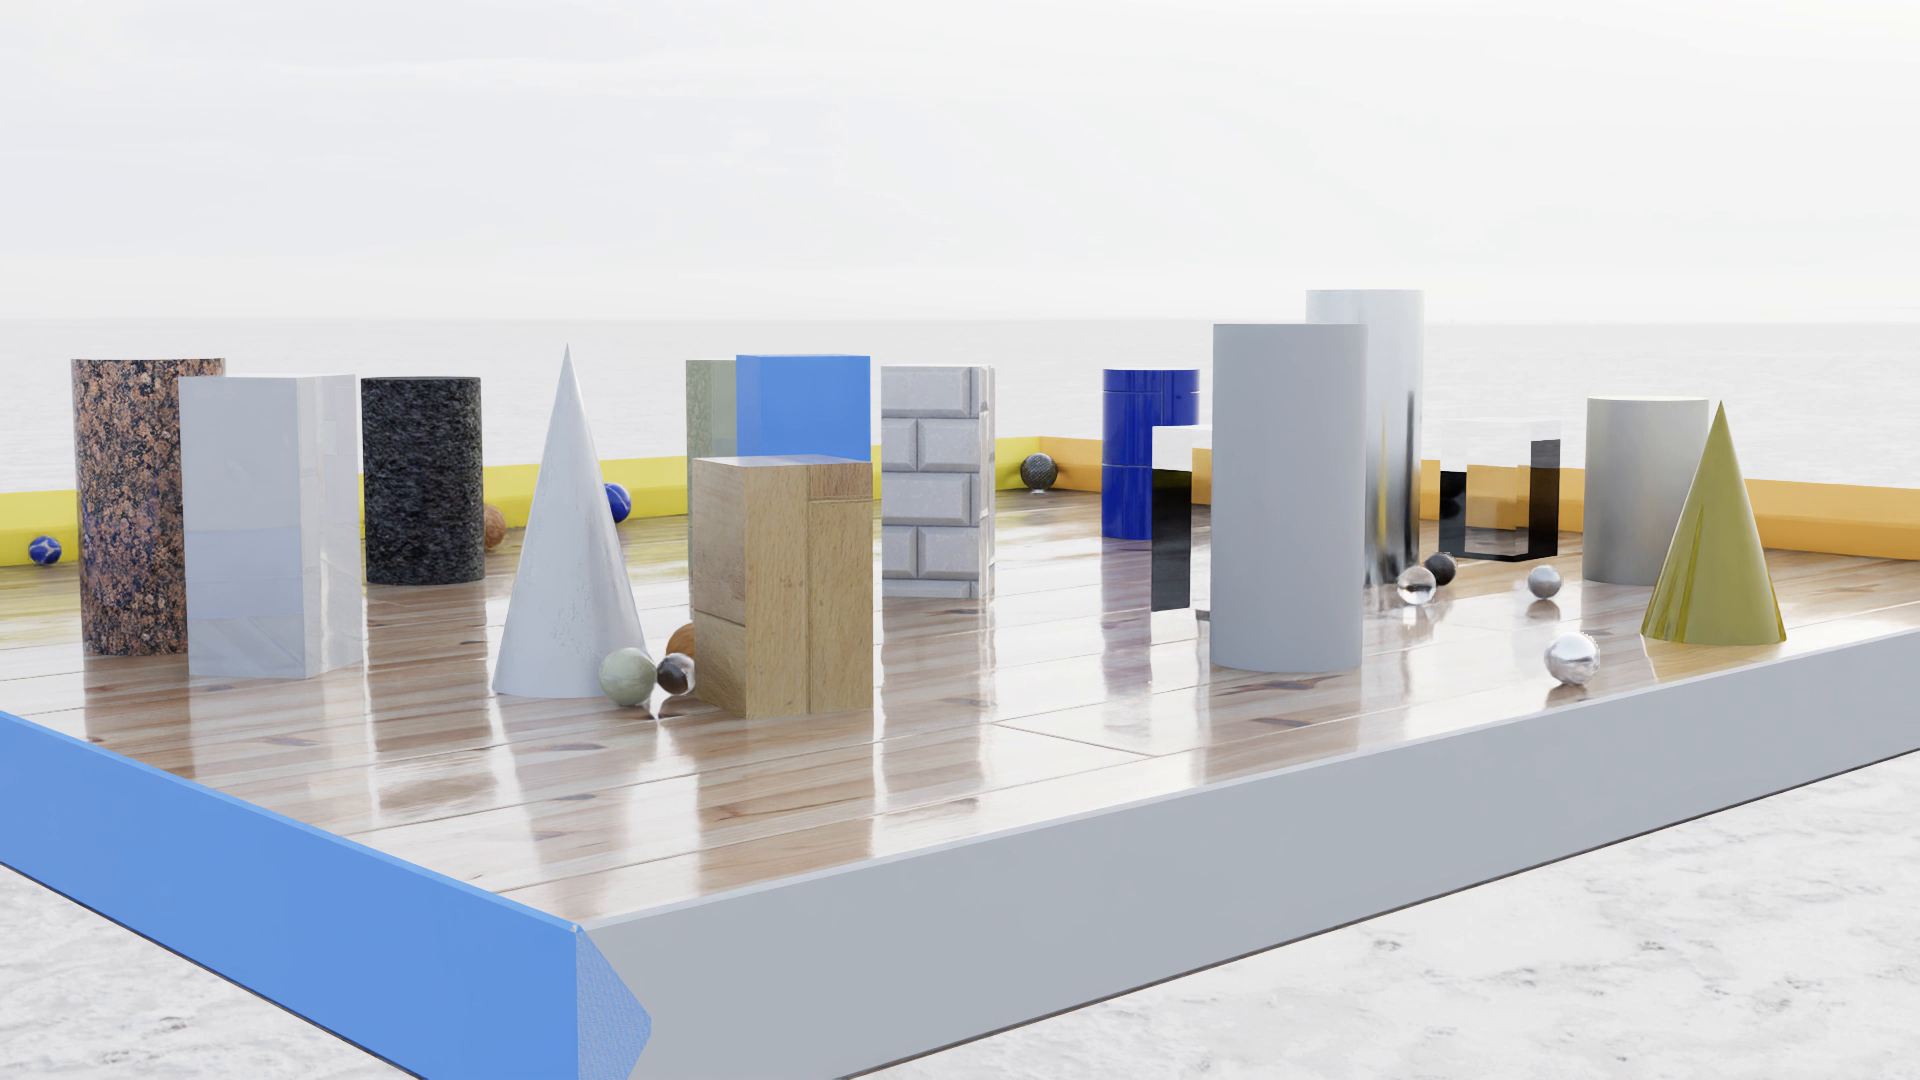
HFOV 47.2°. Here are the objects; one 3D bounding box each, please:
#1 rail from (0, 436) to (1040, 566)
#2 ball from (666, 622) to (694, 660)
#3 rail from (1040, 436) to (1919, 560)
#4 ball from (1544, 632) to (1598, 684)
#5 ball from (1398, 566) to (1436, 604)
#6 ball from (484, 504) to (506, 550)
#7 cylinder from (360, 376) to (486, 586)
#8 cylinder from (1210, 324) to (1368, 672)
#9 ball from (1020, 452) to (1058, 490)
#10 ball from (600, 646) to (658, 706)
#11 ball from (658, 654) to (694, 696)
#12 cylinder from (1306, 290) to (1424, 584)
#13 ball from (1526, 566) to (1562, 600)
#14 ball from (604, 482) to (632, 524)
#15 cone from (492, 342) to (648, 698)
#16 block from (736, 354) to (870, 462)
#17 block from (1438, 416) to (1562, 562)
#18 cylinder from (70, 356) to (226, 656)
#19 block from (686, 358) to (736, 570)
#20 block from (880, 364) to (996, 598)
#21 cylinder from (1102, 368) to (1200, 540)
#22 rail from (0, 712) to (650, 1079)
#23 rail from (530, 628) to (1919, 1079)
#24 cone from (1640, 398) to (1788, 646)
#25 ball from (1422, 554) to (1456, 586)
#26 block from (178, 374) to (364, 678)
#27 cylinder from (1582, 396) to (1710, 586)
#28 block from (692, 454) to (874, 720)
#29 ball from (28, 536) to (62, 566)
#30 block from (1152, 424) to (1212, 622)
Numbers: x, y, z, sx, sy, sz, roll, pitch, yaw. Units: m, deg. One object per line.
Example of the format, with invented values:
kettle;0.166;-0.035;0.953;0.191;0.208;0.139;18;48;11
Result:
rail;-0.989;-0.080;4.398;3.277;0.125;0.045;-6;8;-42
ball;-0.309;0.135;2.600;0.076;0.076;0.076;0;6;0
rail;1.187;-0.082;4.421;0.045;0.125;2.965;-6;8;-42
ball;0.726;0.140;2.614;0.062;0.062;0.062;0;6;0
ball;0.689;0.069;3.318;0.058;0.058;0.058;0;6;0
ball;-0.886;-0.025;4.077;0.086;0.086;0.086;0;6;0
cylinder;-0.884;-0.101;3.625;0.192;0.331;0.192;0;6;0
cylinder;0.413;-0.059;2.772;0.192;0.426;0.192;0;6;0
ball;0.194;-0.167;5.395;0.093;0.093;0.093;0;6;0
ball;-0.373;0.153;2.478;0.066;0.066;0.066;0;6;0
ball;-0.326;0.155;2.539;0.049;0.049;0.049;0;6;0
cylinder;0.665;-0.174;3.634;0.192;0.475;0.192;0;6;0
ball;0.898;0.065;3.381;0.052;0.052;0.052;0;6;0
ball;-0.723;-0.076;4.542;0.089;0.089;0.089;0;6;0
cone;-0.460;-0.031;2.598;0.192;0.407;0.192;0;6;0
block;-0.219;-0.068;3.075;0.154;0.380;0.154;-2;6;-18
block;0.973;-0.094;3.963;0.154;0.246;0.154;6;8;43
cylinder;-1.064;-0.050;2.906;0.192;0.380;0.192;0;6;0
block;-0.374;-0.134;3.808;0.154;0.358;0.154;1;6;13
block;-0.033;-0.097;3.463;0.154;0.357;0.154;1;6;10
cylinder;0.375;-0.173;4.325;0.192;0.328;0.192;0;6;0
rail;-1.187;0.147;2.243;0.045;0.125;2.965;-6;8;-42
rail;0.989;0.145;2.266;3.277;0.125;0.045;-6;8;-42
cone;1.030;-0.031;2.992;0.192;0.324;0.192;0;6;0
ball;0.771;0.048;3.536;0.054;0.054;0.054;0;6;0
block;-0.850;-0.022;2.724;0.154;0.363;0.154;1;6;11
cylinder;1.128;-0.084;3.621;0.192;0.299;0.192;0;6;0
block;-0.200;0.048;2.479;0.154;0.275;0.154;-3;7;-28
ball;-1.586;0.019;3.813;0.053;0.053;0.053;0;6;0
block;0.389;-0.028;3.207;0.154;0.273;0.154;-5;8;-38
